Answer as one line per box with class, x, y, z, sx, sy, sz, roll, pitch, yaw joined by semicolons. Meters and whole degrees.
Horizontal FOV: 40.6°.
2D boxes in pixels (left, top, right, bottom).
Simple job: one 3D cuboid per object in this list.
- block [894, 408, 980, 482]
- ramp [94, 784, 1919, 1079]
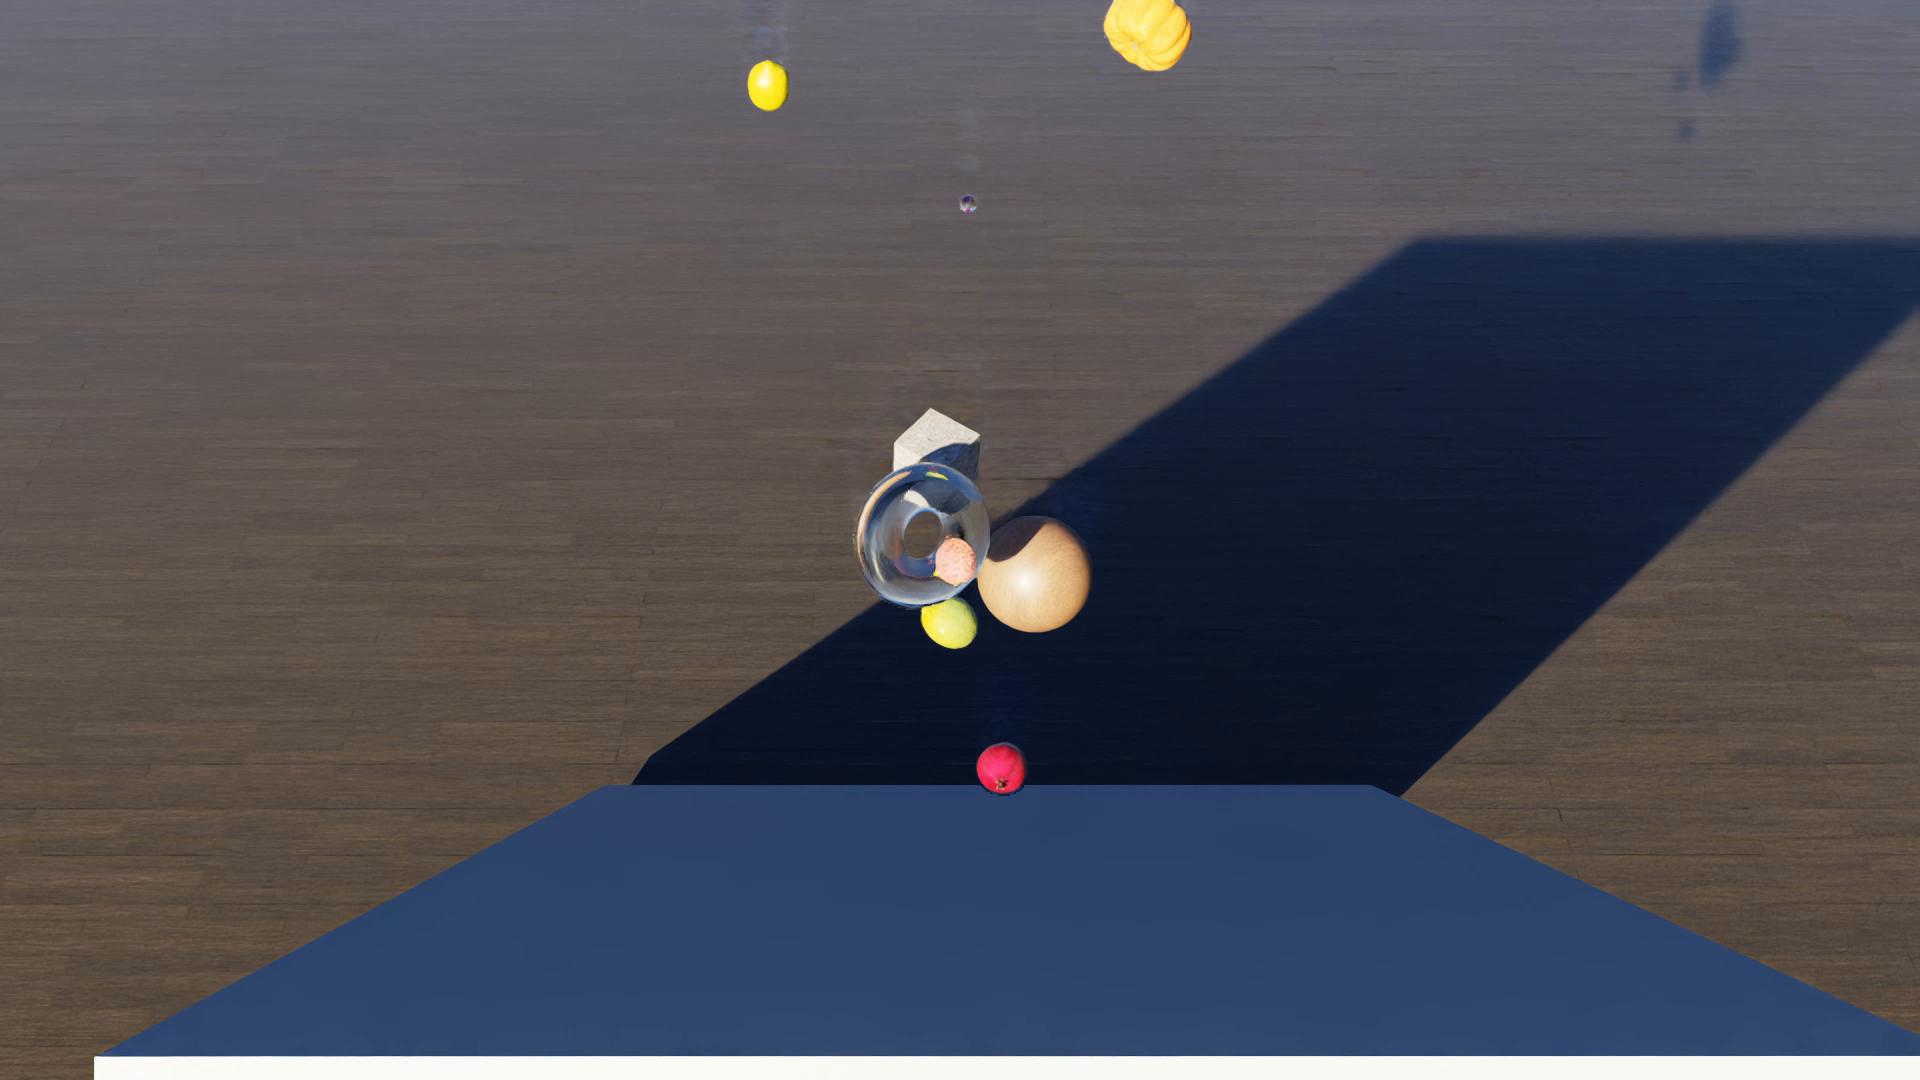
block;-0.025;-0.084;2.729;0.064;0.064;0.064;29;52;22
ramp;0.074;0.646;4.772;2.000;0.100;4.000;0;-1;0
